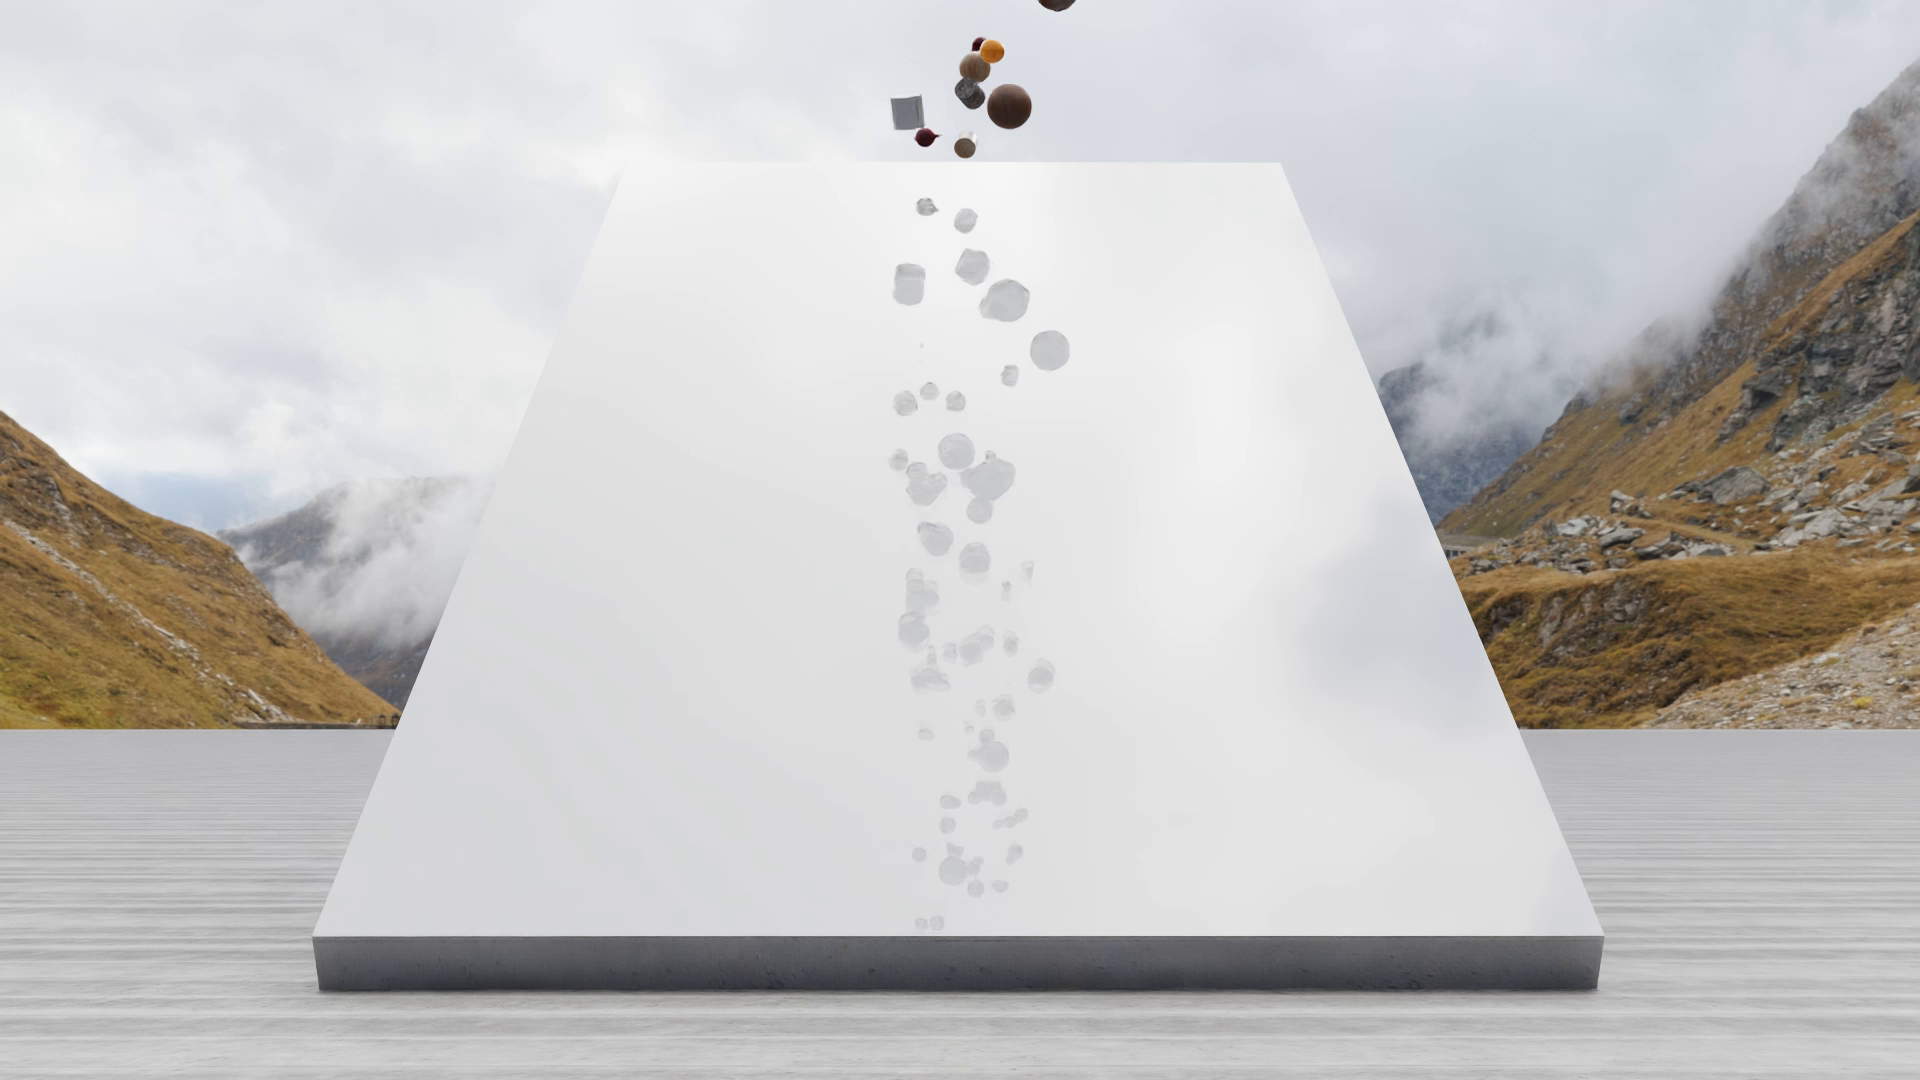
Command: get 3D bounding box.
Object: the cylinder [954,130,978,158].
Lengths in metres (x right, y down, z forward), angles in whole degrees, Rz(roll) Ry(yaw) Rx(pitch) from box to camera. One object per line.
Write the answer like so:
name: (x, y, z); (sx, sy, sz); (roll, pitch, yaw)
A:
cylinder: (0.018, -1.174, 7.001); (0.065, 0.065, 0.065); (-1, 30, 8)

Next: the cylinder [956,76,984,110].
cylinder: (0.030, -1.316, 6.956); (0.070, 0.070, 0.070); (-1, -27, 18)

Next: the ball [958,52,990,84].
ball: (0.044, -1.404, 7.017); (0.096, 0.096, 0.096); (0, -4, 0)

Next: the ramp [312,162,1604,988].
ramp: (-0.010, -0.228, 5.466); (2.000, 0.100, 4.000); (0, 26, 0)

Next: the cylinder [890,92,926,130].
cylinder: (-0.151, -1.233, 6.793); (0.092, 0.092, 0.092); (-6, 18, 2)
